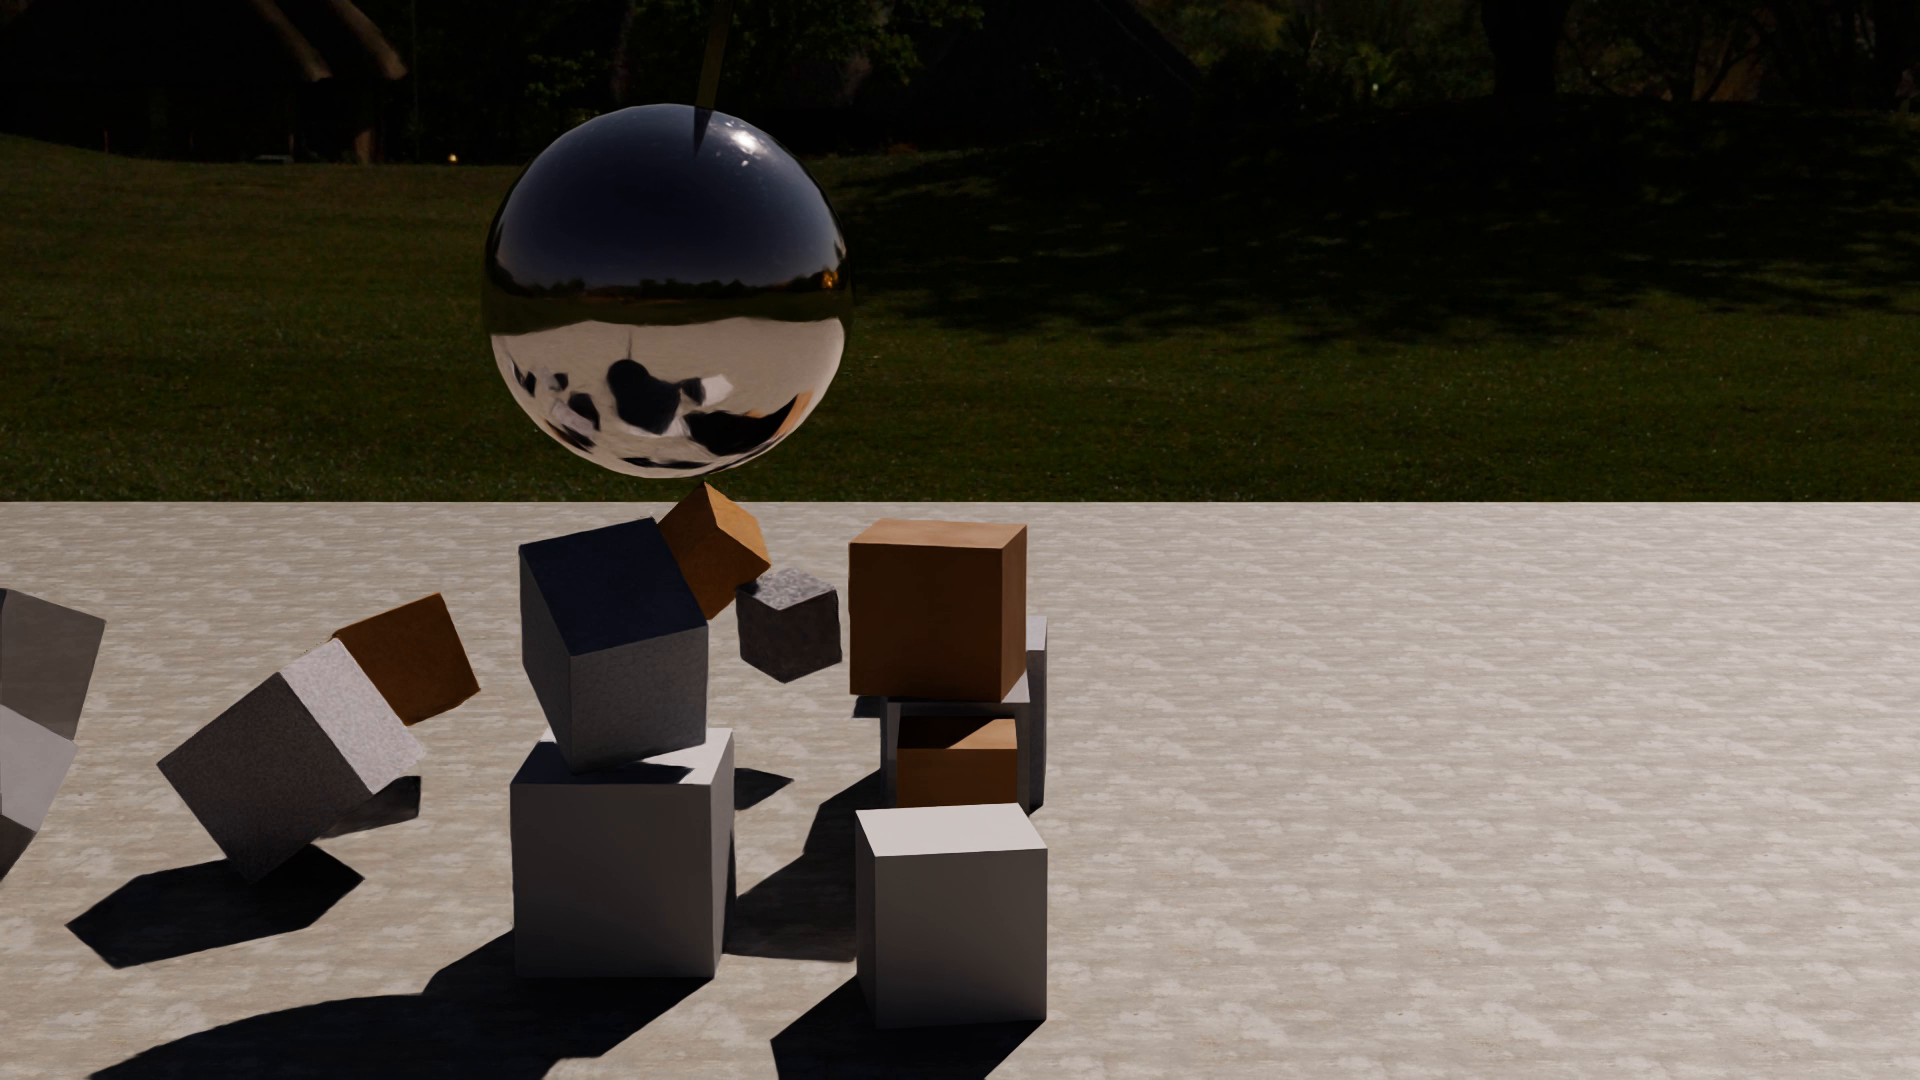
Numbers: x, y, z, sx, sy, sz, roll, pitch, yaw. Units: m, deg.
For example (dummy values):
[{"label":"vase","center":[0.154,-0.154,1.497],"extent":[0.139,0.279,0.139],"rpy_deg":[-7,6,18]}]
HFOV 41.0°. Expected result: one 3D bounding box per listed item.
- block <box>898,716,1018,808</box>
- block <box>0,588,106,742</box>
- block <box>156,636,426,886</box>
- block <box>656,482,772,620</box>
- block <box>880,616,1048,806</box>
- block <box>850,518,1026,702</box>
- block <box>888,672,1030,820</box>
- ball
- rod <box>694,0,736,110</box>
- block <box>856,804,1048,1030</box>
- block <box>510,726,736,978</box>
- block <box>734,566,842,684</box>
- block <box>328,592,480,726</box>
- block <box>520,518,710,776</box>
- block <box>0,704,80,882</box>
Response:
[{"label":"block","center":[-0.012,1.163,11.377],"extent":[0.518,0.641,0.567],"rpy_deg":[0,10,0]},{"label":"block","center":[-5.003,0.652,13.194],"extent":[0.743,0.743,0.685],"rpy_deg":[6,-12,28]},{"label":"block","center":[-2.969,0.979,11.448],"extent":[0.727,0.674,0.680],"rpy_deg":[-36,4,12]},{"label":"block","center":[-1.322,0.057,13.398],"extent":[0.398,0.455,0.419],"rpy_deg":[38,18,-36]},{"label":"block","center":[0.030,0.835,12.810],"extent":[0.792,0.773,0.784],"rpy_deg":[1,10,3]},{"label":"block","center":[-0.095,0.316,11.912],"extent":[0.705,0.708,0.639],"rpy_deg":[2,11,11]},{"label":"block","center":[-0.006,1.014,12.024],"extent":[0.646,0.703,0.734],"rpy_deg":[0,10,0]},{"label":"ball","center":[-1.245,-1.060,10.988],"extent":[1.600,1.600,1.600],"rpy_deg":[0,10,0]},{"label":"rod","center":[-0.539,-4.332,10.393],"extent":[0.080,5.200,0.080],"rpy_deg":[12,10,-2]},{"label":"block","center":[-0.041,1.429,9.832],"extent":[0.646,0.670,0.607],"rpy_deg":[-2,10,-9]},{"label":"block","center":[-1.352,1.256,10.450],"extent":[0.781,0.789,0.883],"rpy_deg":[0,10,1]},{"label":"block","center":[-0.888,0.438,13.303],"extent":[0.372,0.418,0.386],"rpy_deg":[-20,29,-34]},{"label":"block","center":[-2.813,0.651,12.860],"extent":[0.534,0.527,0.618],"rpy_deg":[-22,-3,-25]},{"label":"block","center":[-1.373,0.418,10.156],"extent":[0.550,0.652,0.667],"rpy_deg":[-13,45,-21]},{"label":"block","center":[-4.249,1.076,11.006],"extent":[0.596,0.516,0.563],"rpy_deg":[33,31,-19]}]
